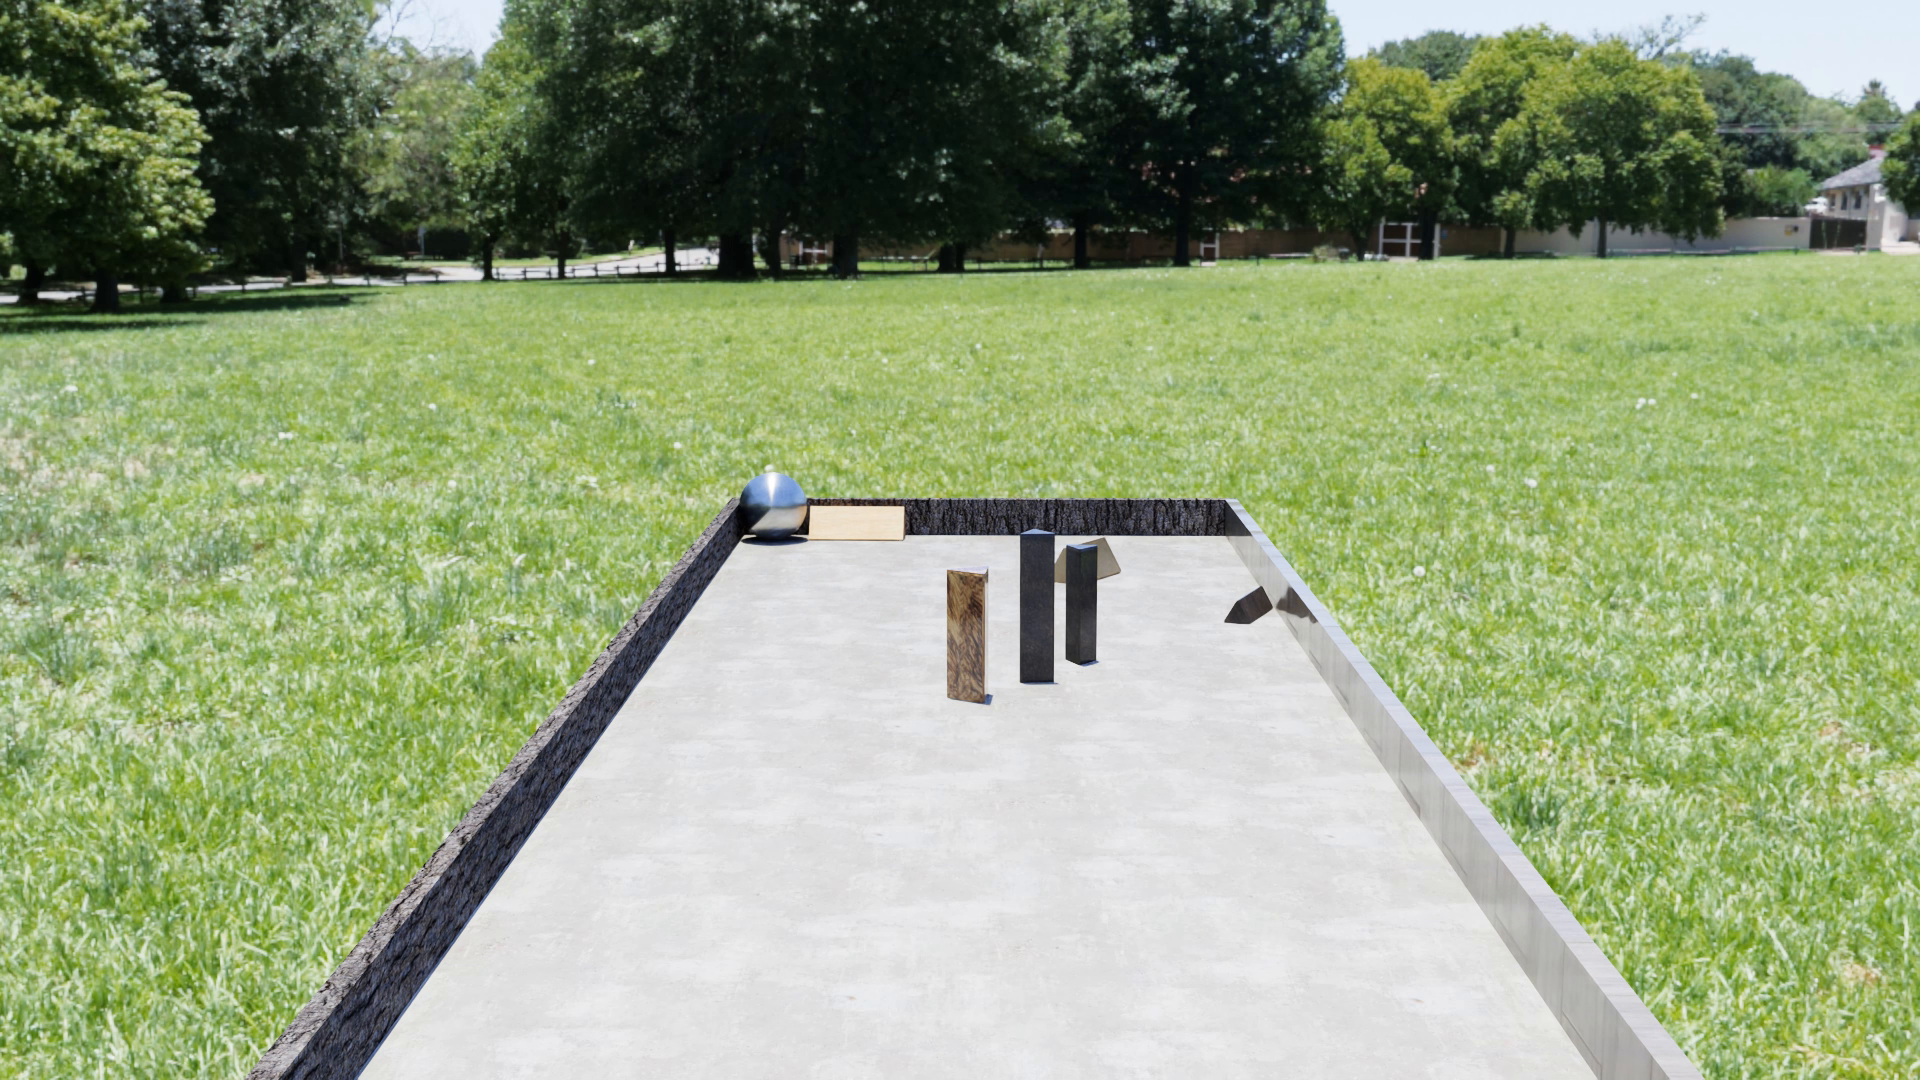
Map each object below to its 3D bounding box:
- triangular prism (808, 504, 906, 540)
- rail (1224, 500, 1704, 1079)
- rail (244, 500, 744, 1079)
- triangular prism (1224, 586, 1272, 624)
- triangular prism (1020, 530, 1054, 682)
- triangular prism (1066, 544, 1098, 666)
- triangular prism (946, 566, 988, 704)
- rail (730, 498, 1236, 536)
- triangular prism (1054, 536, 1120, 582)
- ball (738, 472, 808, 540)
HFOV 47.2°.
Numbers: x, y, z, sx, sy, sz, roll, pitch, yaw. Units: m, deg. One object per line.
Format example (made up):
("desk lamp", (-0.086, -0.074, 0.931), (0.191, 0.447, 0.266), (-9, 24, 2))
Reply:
("triangular prism", (-0.421, -0.075, 9.048), (0.385, 0.129, 0.149), (3, 14, 3))
("rail", (1.046, 0.843, 3.208), (0.050, 0.150, 12.000), (0, 9, 1))
("rail", (-1.004, 0.839, 3.234), (0.050, 0.150, 12.000), (0, 9, 1))
("triangular prism", (0.973, 0.215, 7.398), (0.087, 0.075, 0.306), (4, 10, 22))
("triangular prism", (0.220, 0.191, 6.405), (0.100, 0.438, 0.086), (-1, 9, -4))
("triangular prism", (0.355, 0.193, 6.660), (0.081, 0.355, 0.094), (7, 11, 37))
("triangular prism", (0.046, 0.262, 6.186), (0.127, 0.367, 0.110), (6, 11, 35))
("rail", (0.099, -0.098, 9.147), (2.100, 0.150, 0.050), (0, 9, 1))
("triangular prism", (0.460, 0.071, 8.131), (0.148, 0.128, 0.306), (5, 10, 31))
("ball", (-0.764, -0.137, 8.986), (0.278, 0.278, 0.278), (0, 9, 0))
